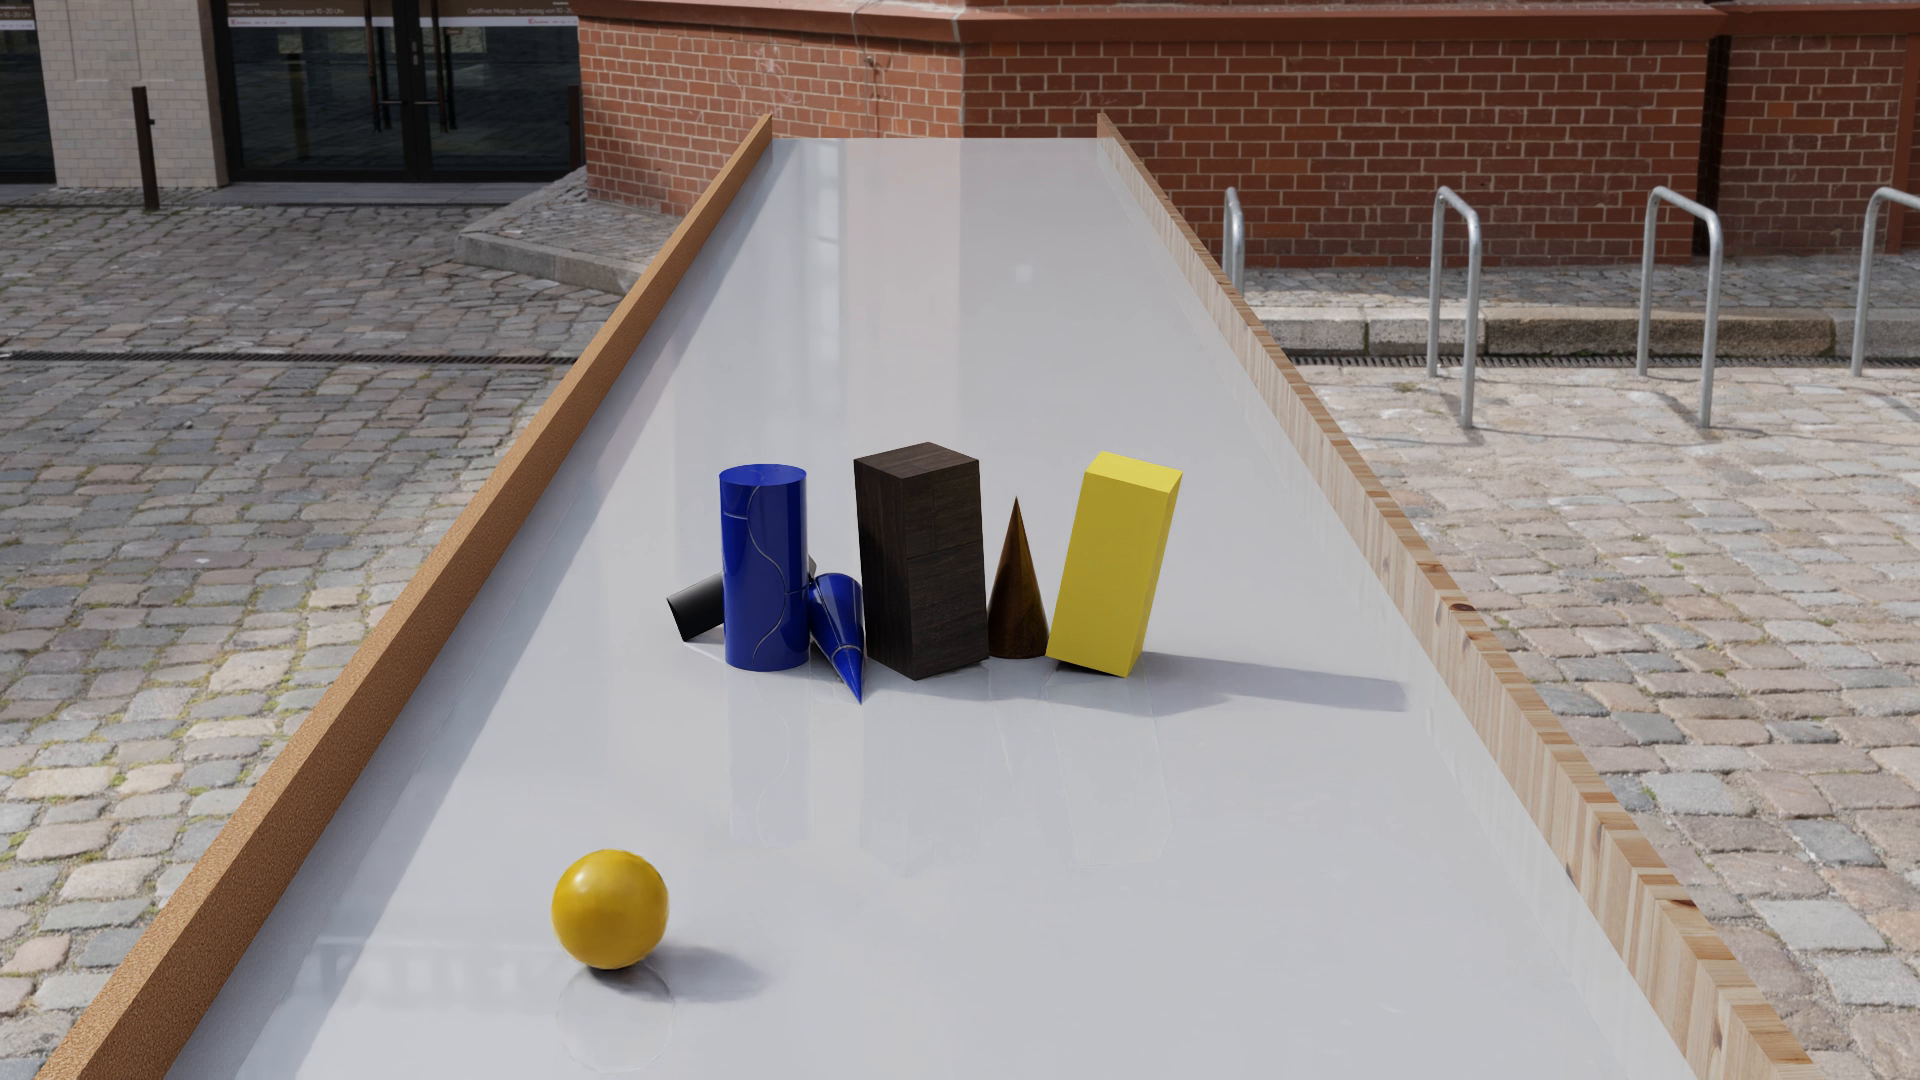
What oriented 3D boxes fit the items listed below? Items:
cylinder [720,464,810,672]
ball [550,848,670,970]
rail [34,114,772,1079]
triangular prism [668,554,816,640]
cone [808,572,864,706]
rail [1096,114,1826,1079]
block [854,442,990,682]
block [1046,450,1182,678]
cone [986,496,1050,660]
[{"bbox_3d":[-0.388,0.054,4.379,0.173,0.380,0.173,0,16,0],"label":"cylinder"},{"bbox_3d":[-0.501,0.528,3.152,0.170,0.170,0.170,0,17,0],"label":"ball"},{"bbox_3d":[-1.118,-0.838,7.780,0.050,0.150,12.000,0,17,-1],"label":"rail"},{"bbox_3d":[-0.453,0.093,4.535,0.300,0.087,0.100,-25,15,8],"label":"triangular prism"},{"bbox_3d":[-0.227,0.223,4.353,0.146,0.146,0.412,-3,27,-11],"label":"cone"},{"bbox_3d":[0.932,-0.844,7.801,0.050,0.150,12.000,0,17,-1],"label":"rail"},{"bbox_3d":[-0.075,0.039,4.349,0.177,0.414,0.177,-15,22,-31],"label":"block"},{"bbox_3d":[0.304,0.047,4.345,0.167,0.389,0.167,15,19,11],"label":"block"},{"bbox_3d":[0.113,0.063,4.449,0.156,0.322,0.156,0,17,0],"label":"cone"}]
